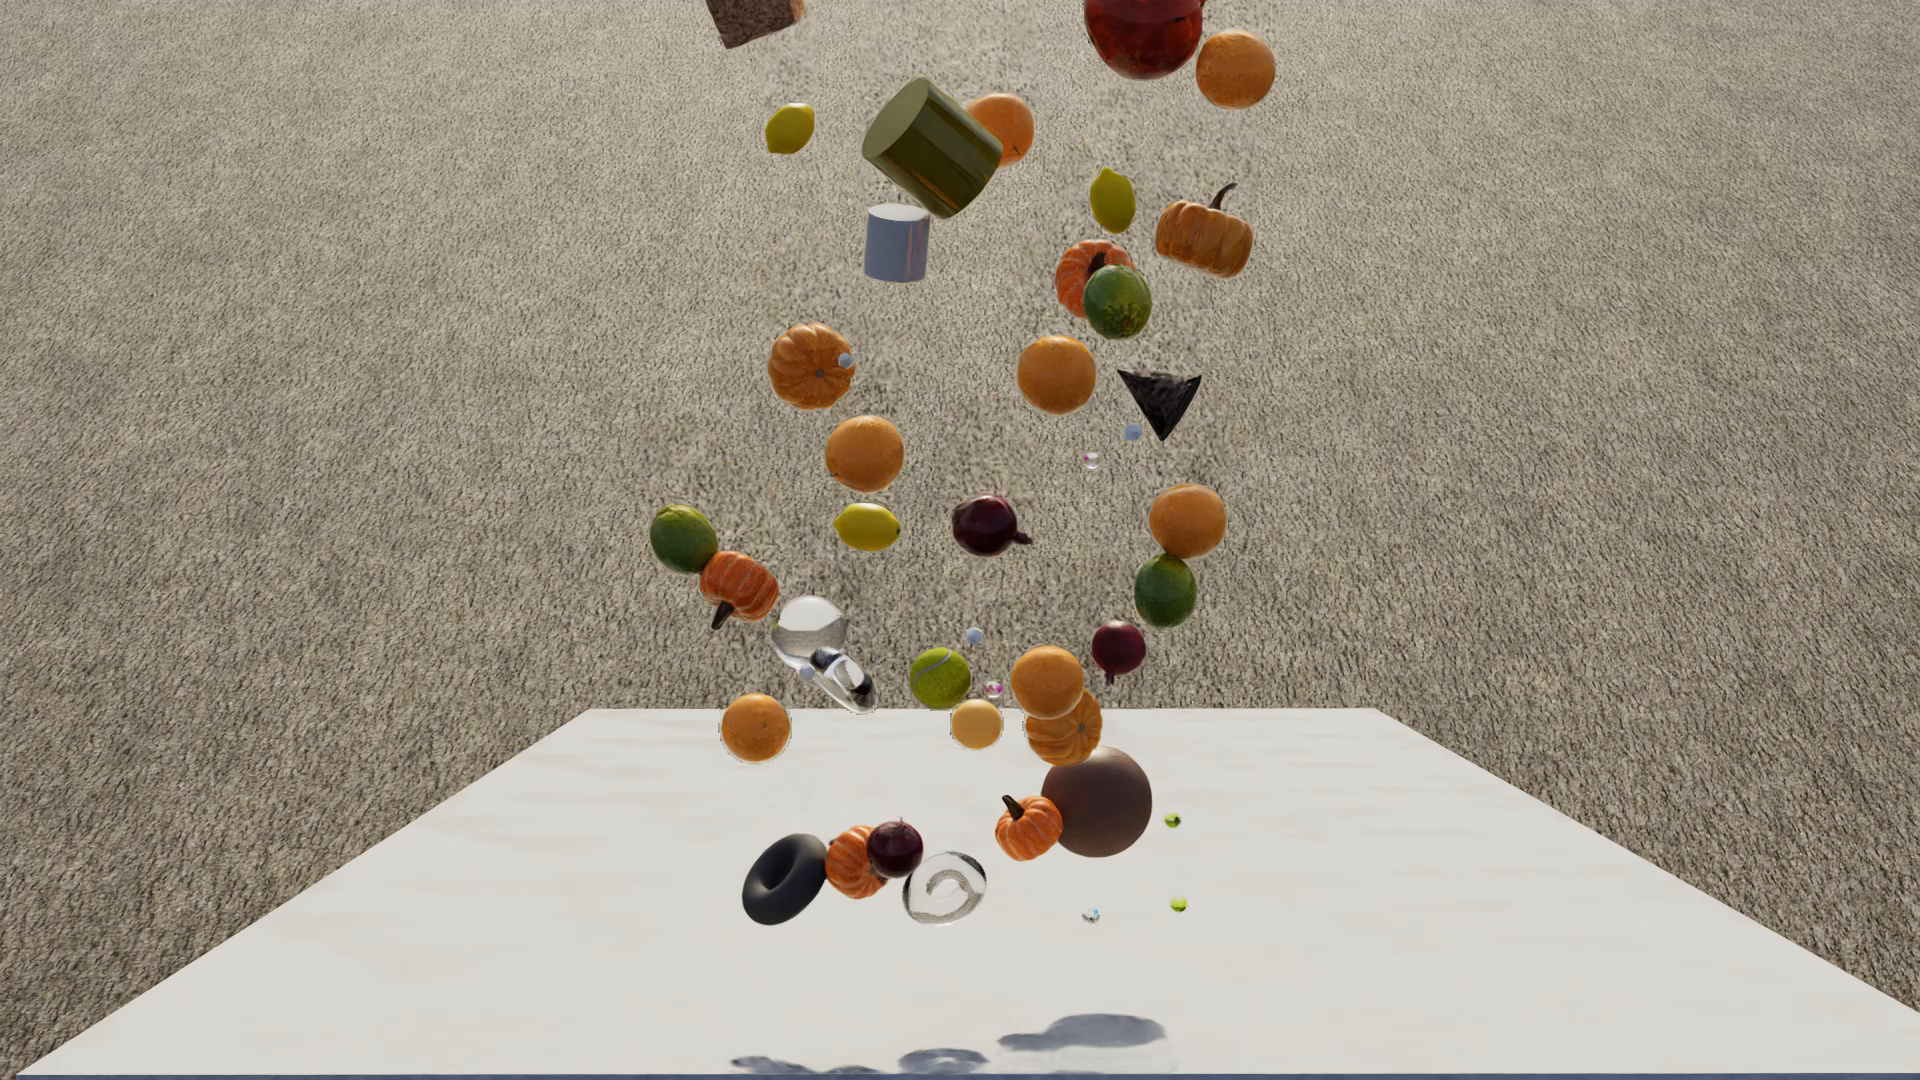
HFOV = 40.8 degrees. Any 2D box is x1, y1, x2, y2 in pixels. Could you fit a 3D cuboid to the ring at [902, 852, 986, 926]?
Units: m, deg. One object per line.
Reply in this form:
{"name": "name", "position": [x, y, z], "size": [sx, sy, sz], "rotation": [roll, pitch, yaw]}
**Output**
{"name": "ring", "position": [-0.017, 0.374, 2.756], "size": [0.095, 0.095, 0.032], "rotation": [-8, 36, -17]}

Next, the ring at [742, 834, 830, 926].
{"name": "ring", "position": [-0.186, 0.360, 2.740], "size": [0.110, 0.037, 0.110], "rotation": [-33, 30, 22]}

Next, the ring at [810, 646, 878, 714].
{"name": "ring", "position": [-0.121, 0.145, 2.680], "size": [0.087, 0.087, 0.029], "rotation": [25, 65, 41]}

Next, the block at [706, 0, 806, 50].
{"name": "block", "position": [-0.192, -0.503, 2.375], "size": [0.071, 0.071, 0.071], "rotation": [-19, 20, 11]}

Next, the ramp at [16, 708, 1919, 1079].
{"name": "ramp", "position": [0.059, 0.530, 4.567], "size": [2.000, 0.100, 4.000], "rotation": [0, 1, 0]}

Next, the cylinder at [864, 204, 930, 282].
{"name": "cylinder", "position": [-0.060, -0.281, 2.443], "size": [0.060, 0.060, 0.060], "rotation": [5, 22, -2]}

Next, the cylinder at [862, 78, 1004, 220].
{"name": "cylinder", "position": [-0.026, -0.366, 2.411], "size": [0.094, 0.094, 0.094], "rotation": [37, 13, -25]}

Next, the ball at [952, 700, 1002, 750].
{"name": "ball", "position": [0.018, 0.200, 2.803], "size": [0.055, 0.055, 0.055], "rotation": [0, 26, 0]}

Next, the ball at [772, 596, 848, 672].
{"name": "ball", "position": [-0.161, 0.100, 2.754], "size": [0.081, 0.081, 0.081], "rotation": [0, 26, 0]}
